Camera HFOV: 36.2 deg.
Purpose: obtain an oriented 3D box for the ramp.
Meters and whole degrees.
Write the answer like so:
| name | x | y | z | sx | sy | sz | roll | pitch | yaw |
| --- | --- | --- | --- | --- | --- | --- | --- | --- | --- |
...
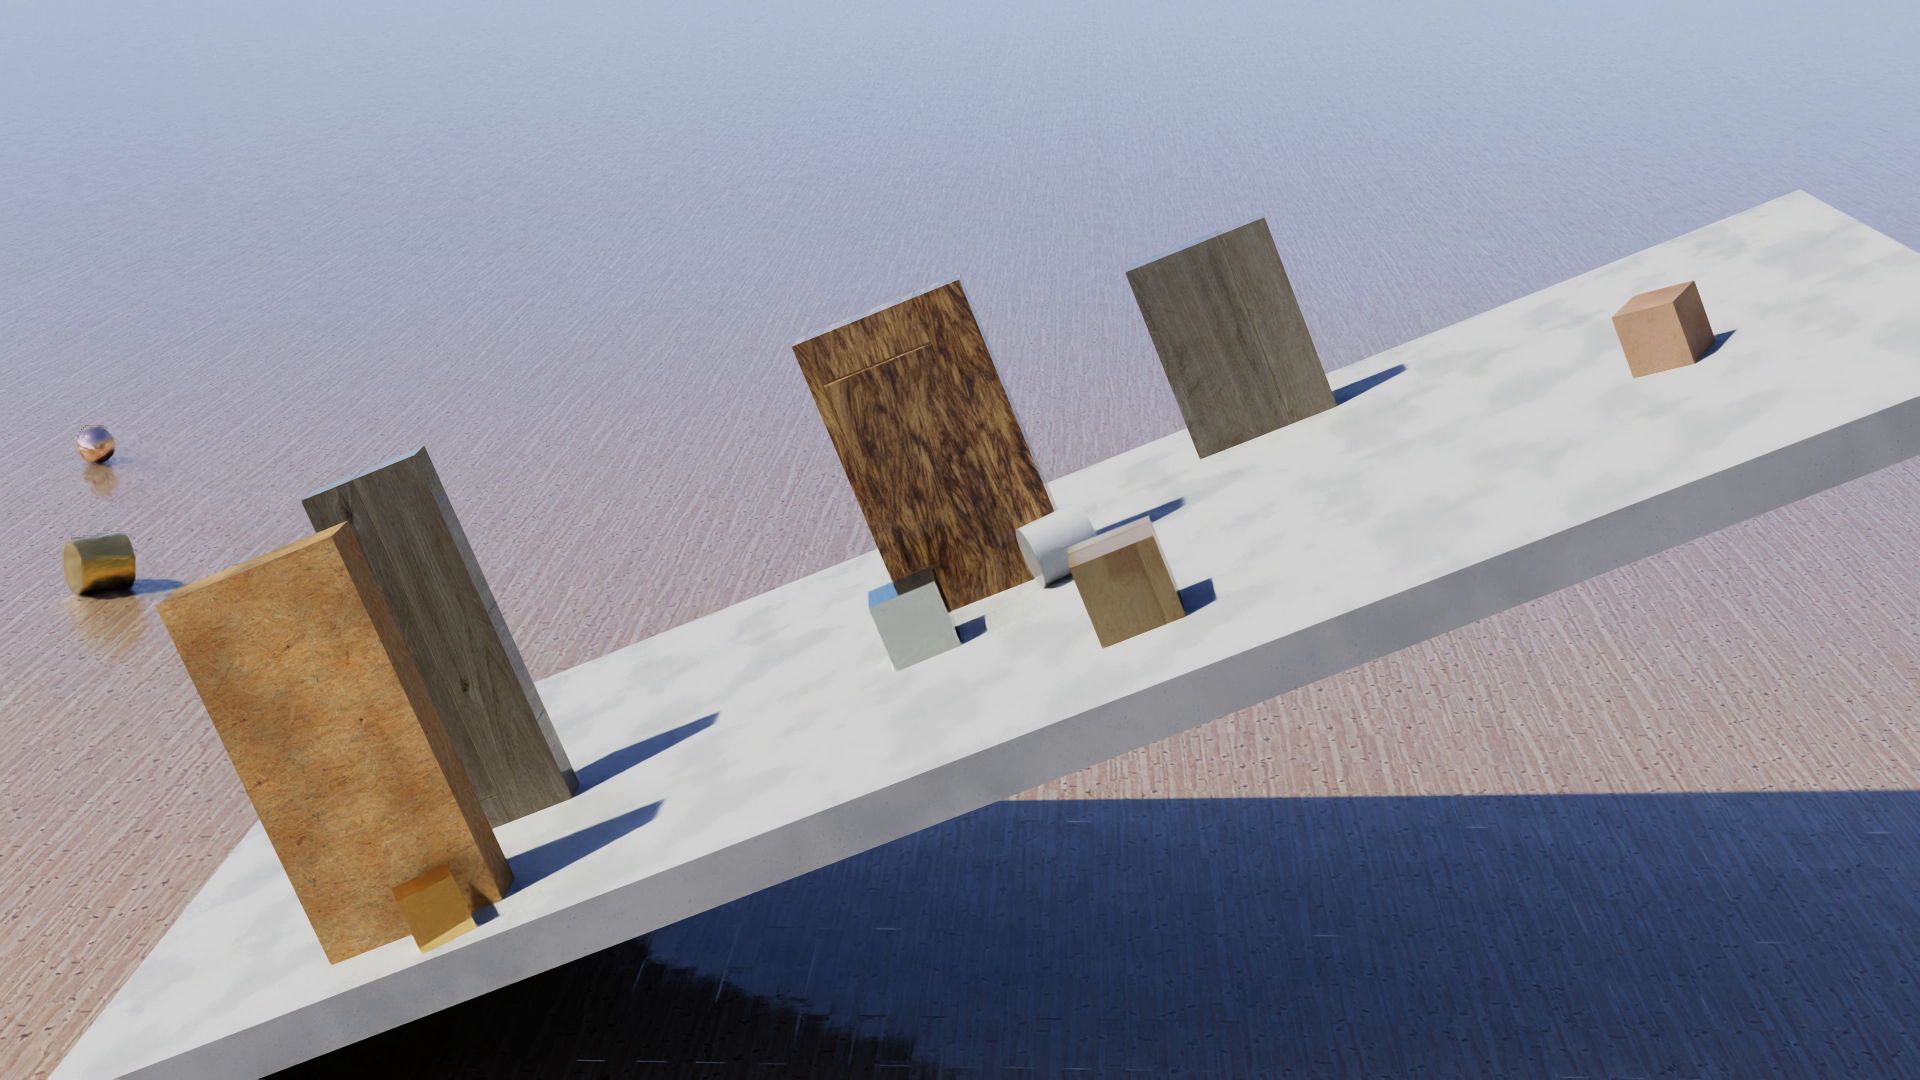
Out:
| name | x | y | z | sx | sy | sz | roll | pitch | yaw |
| --- | --- | --- | --- | --- | --- | --- | --- | --- | --- |
| ramp | 0.125 | 0.173 | 6.289 | 4.000 | 0.100 | 2.000 | -21 | 12 | 7 |

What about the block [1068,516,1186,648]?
| name | x | y | z | sx | sy | sz | roll | pitch | yaw |
| --- | --- | --- | --- | --- | --- | --- | --- | --- | --- |
| block | 0.321 | 0.080 | 5.685 | 0.171 | 0.171 | 0.171 | -22 | 12 | 6 |

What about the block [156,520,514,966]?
| name | x | y | z | sx | sy | sz | roll | pitch | yaw |
| --- | --- | --- | --- | --- | --- | --- | --- | --- | --- |
| block | -1.191 | 0.393 | 5.640 | 0.367 | 0.774 | 0.122 | -21 | 12 | 7 |

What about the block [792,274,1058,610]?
| name | x | y | z | sx | sy | sz | roll | pitch | yaw |
| --- | --- | --- | --- | --- | --- | --- | --- | --- | --- |
| block | -0.052 | -0.192 | 6.350 | 0.385 | 0.666 | 0.088 | -21 | 12 | 7 |

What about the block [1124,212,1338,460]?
| name | x | y | z | sx | sy | sz | roll | pitch | yaw |
| --- | --- | --- | --- | --- | --- | --- | --- | --- | --- |
| block | 0.625 | -0.469 | 6.783 | 0.339 | 0.471 | 0.081 | -21 | 12 | 7 |

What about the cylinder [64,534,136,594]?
| name | x | y | z | sx | sy | sz | roll | pitch | yaw |
| --- | --- | --- | --- | --- | --- | --- | --- | --- | --- |
| cylinder | -2.814 | 0.078 | 9.622 | 0.178 | 0.178 | 0.178 | -10 | 17 | -36 |

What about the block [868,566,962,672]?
| name | x | y | z | sx | sy | sz | roll | pitch | yaw |
| --- | --- | --- | --- | --- | --- | --- | --- | --- | --- |
| block | -0.095 | 0.163 | 6.139 | 0.147 | 0.147 | 0.147 | -22 | 12 | 3 |

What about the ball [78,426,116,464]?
| name | x | y | z | sx | sy | sz | roll | pitch | yaw |
| --- | --- | --- | --- | --- | --- | --- | --- | --- | --- |
| ball | -3.371 | -0.371 | 11.484 | 0.145 | 0.145 | 0.145 | 0 | 14 | 0 |

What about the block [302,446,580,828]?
| name | x | y | z | sx | sy | sz | roll | pitch | yaw |
| --- | --- | --- | --- | --- | --- | --- | --- | --- | --- |
| block | -1.080 | 0.219 | 6.142 | 0.258 | 0.793 | 0.092 | -21 | 12 | 7 |

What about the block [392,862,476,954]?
| name | x | y | z | sx | sy | sz | roll | pitch | yaw |
| --- | --- | --- | --- | --- | --- | --- | --- | --- | --- |
| block | -0.994 | 0.696 | 5.559 | 0.113 | 0.113 | 0.113 | -25 | 12 | -12 |

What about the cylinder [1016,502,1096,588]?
| name | x | y | z | sx | sy | sz | roll | pitch | yaw |
| --- | --- | --- | --- | --- | --- | --- | --- | --- | --- |
| cylinder | 0.211 | 0.010 | 6.266 | 0.138 | 0.138 | 0.138 | -25 | 19 | -9 |

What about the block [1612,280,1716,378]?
| name | x | y | z | sx | sy | sz | roll | pitch | yaw |
| --- | --- | --- | --- | --- | --- | --- | --- | --- | --- |
| block | 1.425 | -0.426 | 5.953 | 0.134 | 0.134 | 0.134 | -13 | 15 | 38 |
